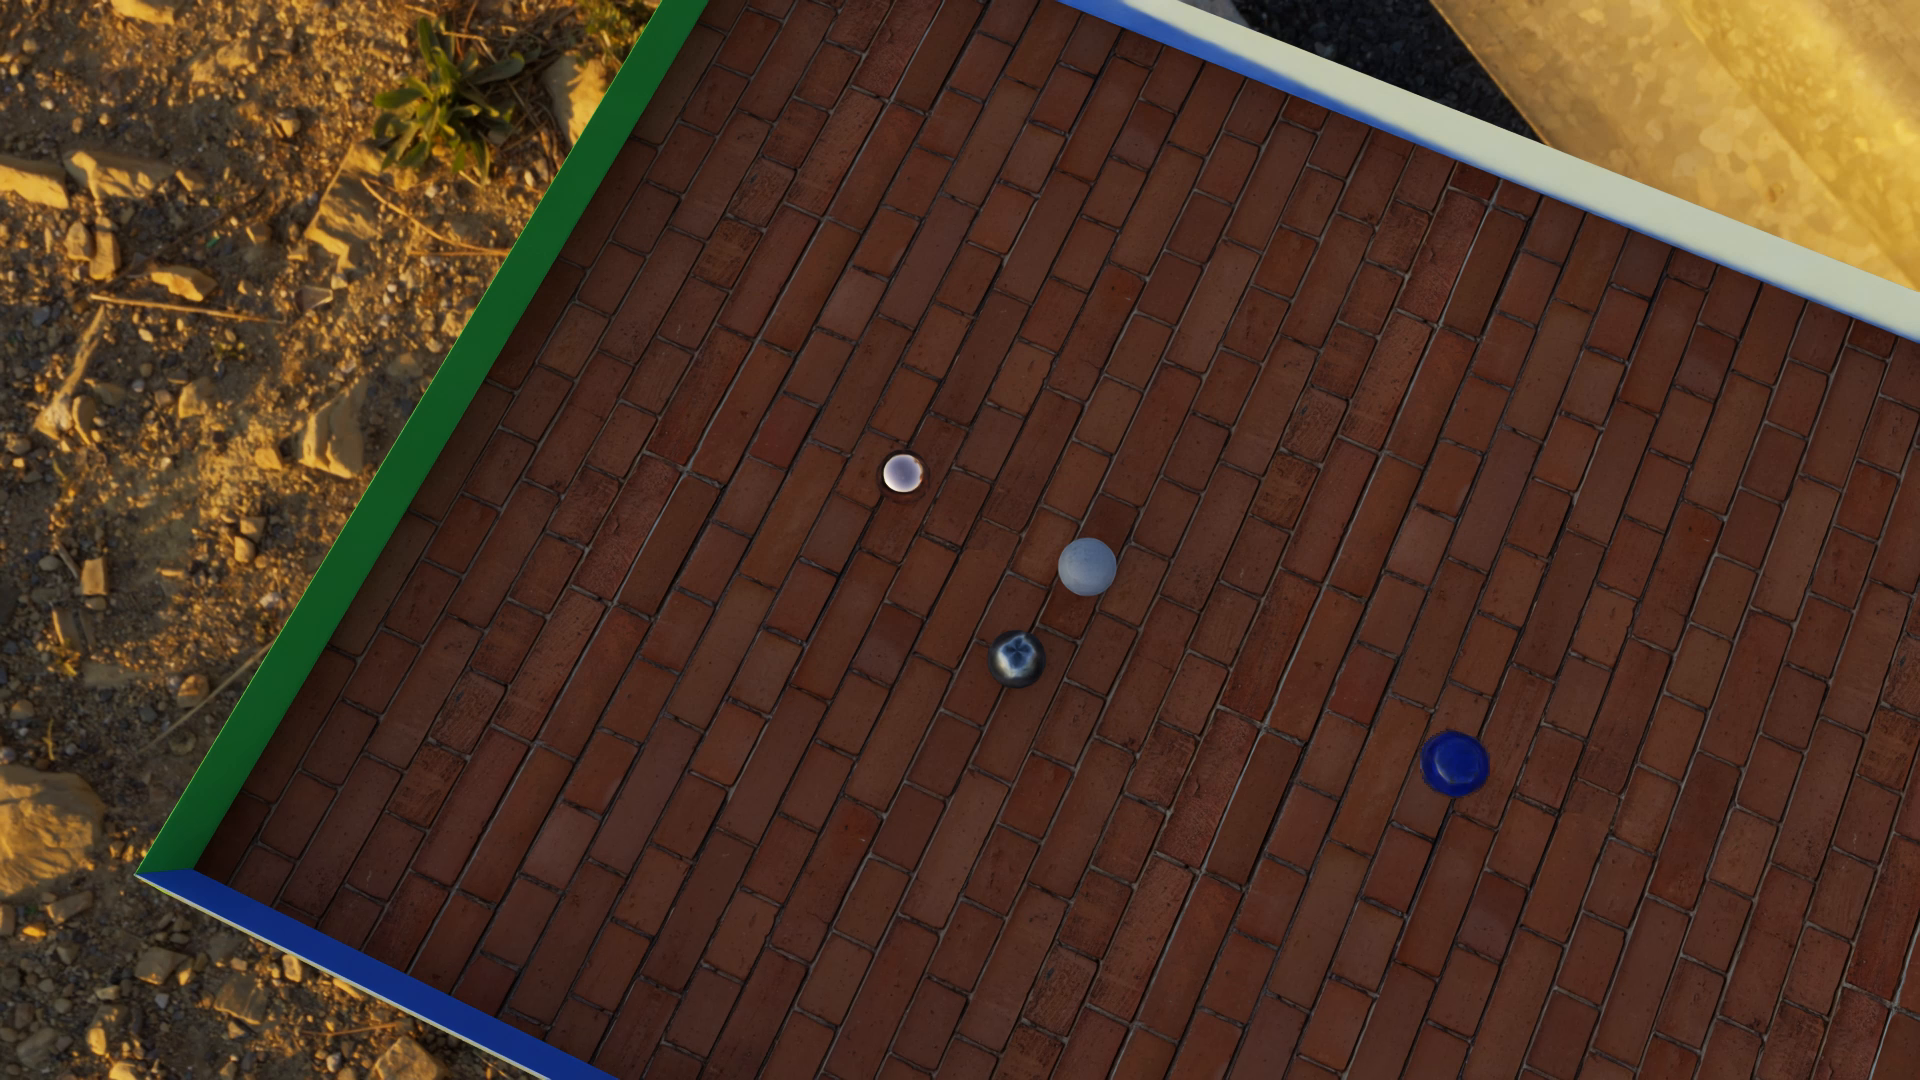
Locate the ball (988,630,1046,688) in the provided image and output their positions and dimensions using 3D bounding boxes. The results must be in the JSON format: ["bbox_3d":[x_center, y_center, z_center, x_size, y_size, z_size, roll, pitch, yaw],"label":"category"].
[{"bbox_3d":[0.087,0.183,3.367,0.090,0.090,0.090,0,70,0],"label":"ball"}]

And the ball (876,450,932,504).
[{"bbox_3d":[-0.090,-0.100,3.472,0.088,0.088,0.088,0,70,0],"label":"ball"}]

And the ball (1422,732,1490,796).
[{"bbox_3d":[0.745,0.337,3.306,0.098,0.098,0.098,0,70,0],"label":"ball"}]

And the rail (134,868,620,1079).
[{"bbox_3d":[0.354,1.160,2.987,3.391,0.127,0.045,24,72,8],"label":"rail"}]

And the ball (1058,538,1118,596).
[{"bbox_3d":[0.198,0.042,3.418,0.092,0.092,0.092,0,70,0],"label":"ball"}]

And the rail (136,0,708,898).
[{"bbox_3d":[-0.746,-0.335,3.536,0.045,0.127,1.998,24,72,8],"label":"rail"}]

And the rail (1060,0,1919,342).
[{"bbox_3d":[1.181,-0.498,3.596,3.391,0.127,0.045,24,72,8],"label":"rail"}]
